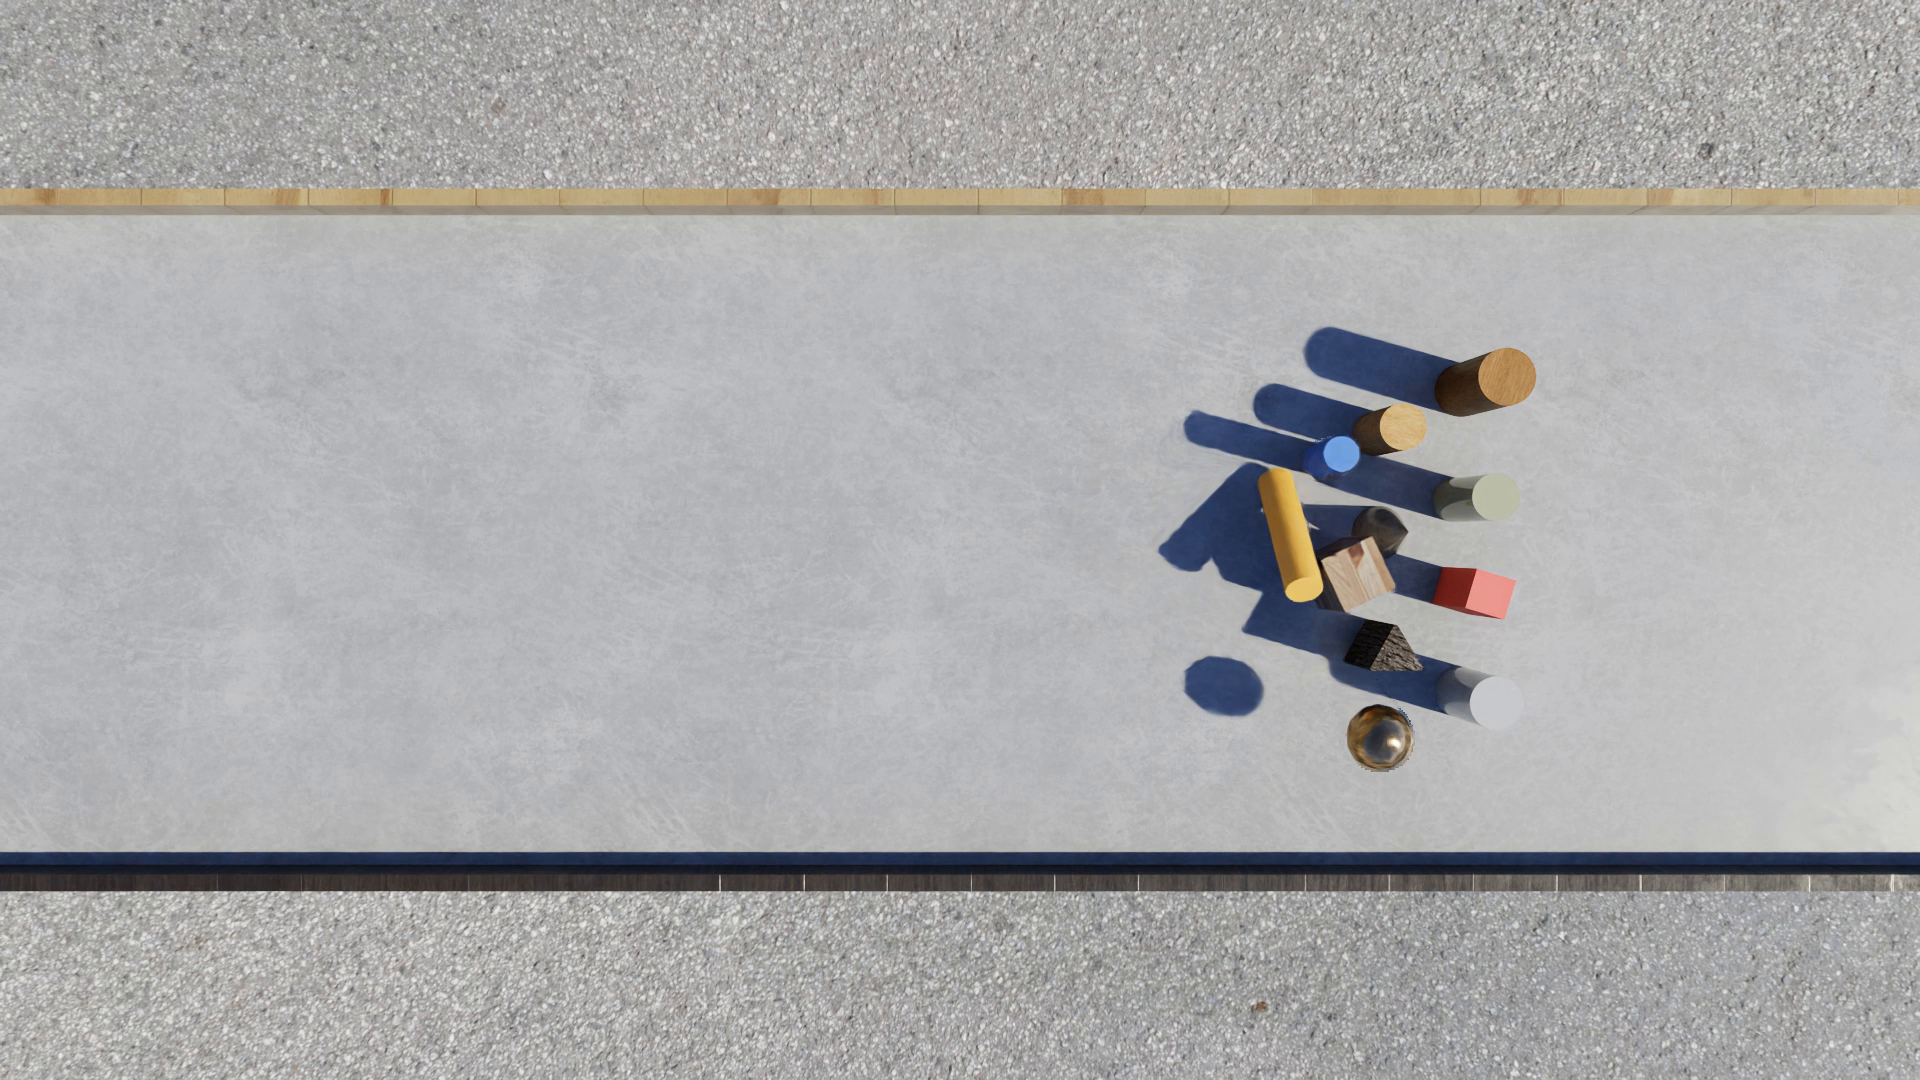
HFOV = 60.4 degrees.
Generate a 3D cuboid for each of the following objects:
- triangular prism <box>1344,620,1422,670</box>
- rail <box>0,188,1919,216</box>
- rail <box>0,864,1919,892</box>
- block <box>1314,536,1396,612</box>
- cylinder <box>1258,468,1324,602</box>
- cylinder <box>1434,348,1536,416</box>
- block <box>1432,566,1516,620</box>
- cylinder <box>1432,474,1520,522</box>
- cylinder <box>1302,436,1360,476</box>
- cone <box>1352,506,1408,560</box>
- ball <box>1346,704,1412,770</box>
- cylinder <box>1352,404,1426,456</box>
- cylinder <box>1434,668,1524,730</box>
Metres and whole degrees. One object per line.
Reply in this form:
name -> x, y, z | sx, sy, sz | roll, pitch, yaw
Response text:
triangular prism -> 1.255, 0.308, 4.910 | 0.149, 0.334, 0.129 | -1, 90, 0
rail -> -2.247, -1.025, 5.002 | 12.000, 0.150, 0.050 | 0, 90, 0
rail -> -2.247, 1.025, 5.001 | 12.000, 0.150, 0.050 | 0, 90, 0
block -> 1.145, 0.100, 4.916 | 0.165, 0.314, 0.165 | -25, 90, -2
cylinder -> 0.977, -0.020, 4.891 | 0.109, 0.109, 0.436 | -5, 48, 0
cylinder -> 1.542, -0.460, 4.862 | 0.164, 0.429, 0.164 | 0, 90, 0
block -> 1.526, 0.156, 4.908 | 0.117, 0.336, 0.117 | 17, 90, 0
cylinder -> 1.521, -0.122, 4.877 | 0.136, 0.399, 0.136 | 0, 90, 0
cylinder -> 1.096, -0.245, 4.887 | 0.101, 0.375, 0.101 | 0, 90, 2
cone -> 1.289, -0.022, 4.907 | 0.165, 0.339, 0.165 | 0, 90, 0
ball -> 1.189, 0.559, 4.676 | 0.184, 0.184, 0.184 | 0, 90, 0
cylinder -> 1.276, -0.327, 4.912 | 0.136, 0.328, 0.136 | 0, 90, 0
cylinder -> 1.539, 0.468, 4.901 | 0.155, 0.351, 0.155 | 0, 90, 0
